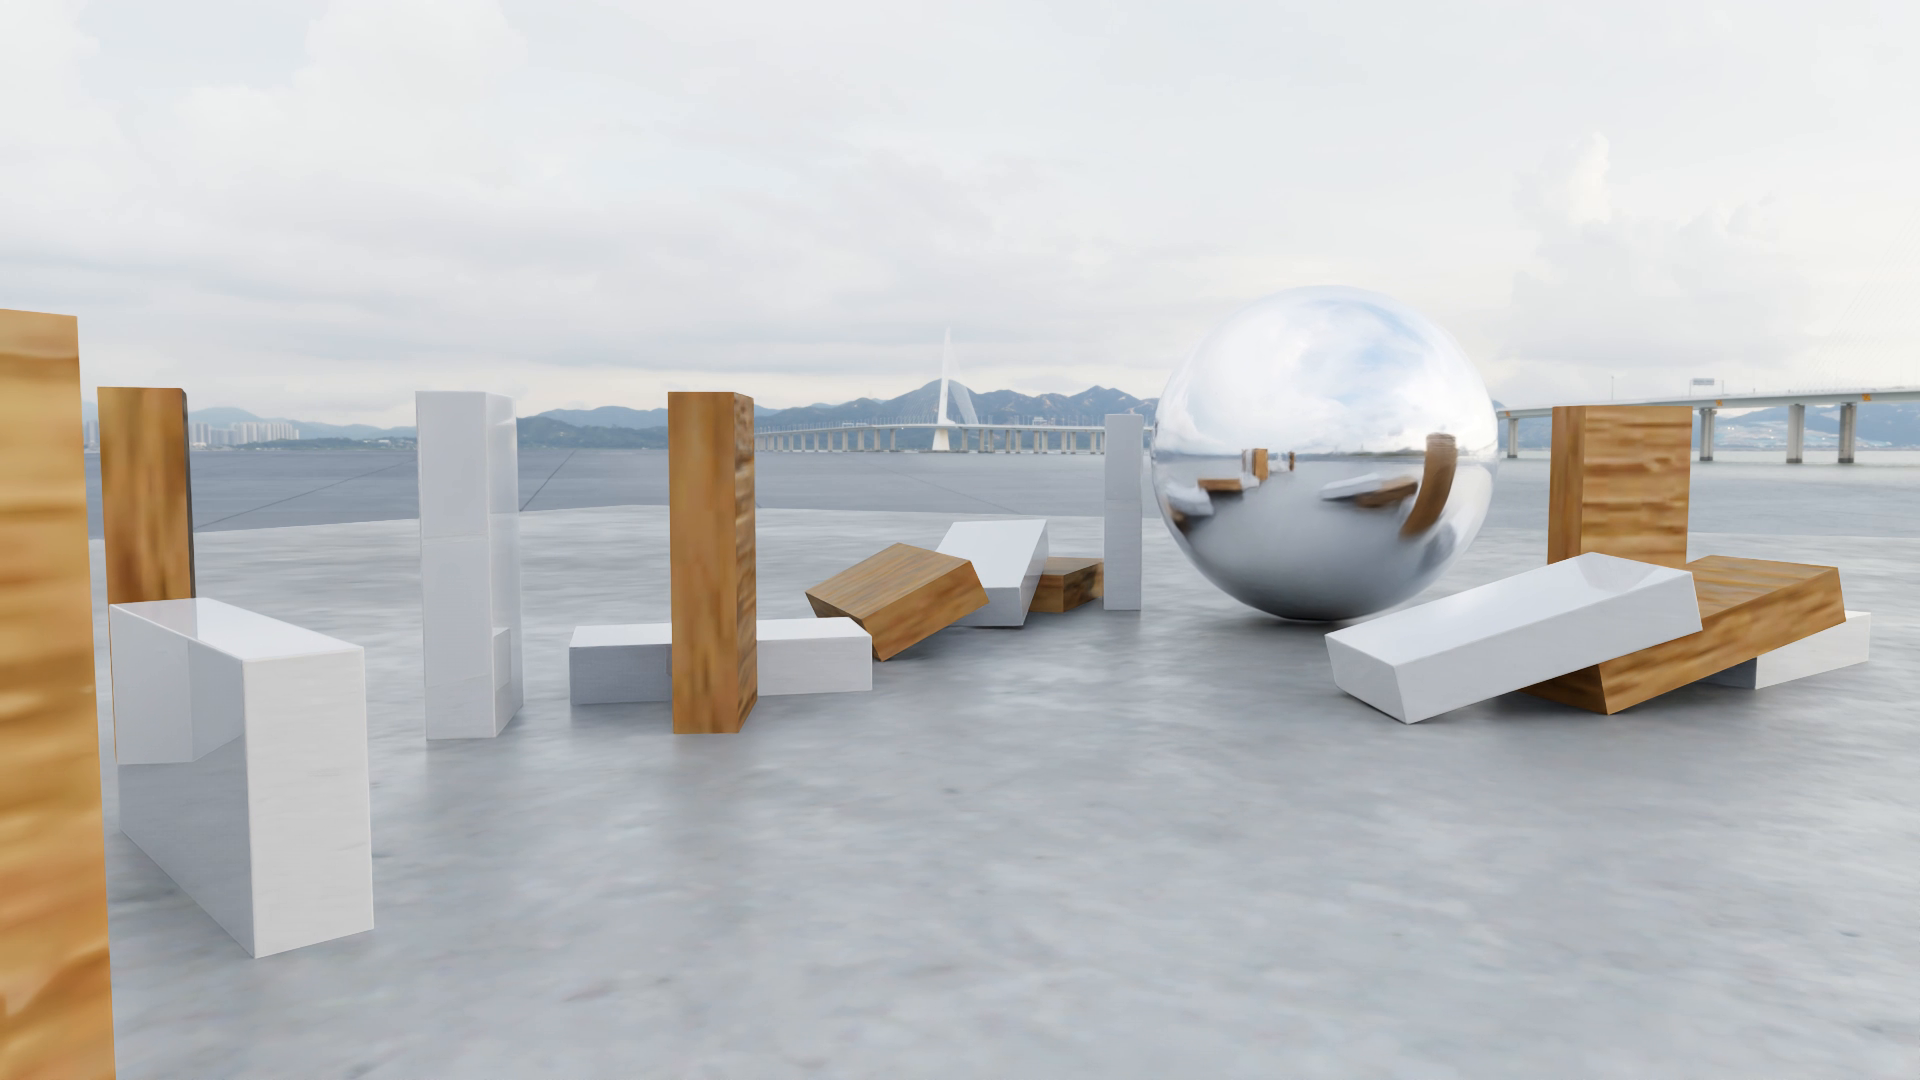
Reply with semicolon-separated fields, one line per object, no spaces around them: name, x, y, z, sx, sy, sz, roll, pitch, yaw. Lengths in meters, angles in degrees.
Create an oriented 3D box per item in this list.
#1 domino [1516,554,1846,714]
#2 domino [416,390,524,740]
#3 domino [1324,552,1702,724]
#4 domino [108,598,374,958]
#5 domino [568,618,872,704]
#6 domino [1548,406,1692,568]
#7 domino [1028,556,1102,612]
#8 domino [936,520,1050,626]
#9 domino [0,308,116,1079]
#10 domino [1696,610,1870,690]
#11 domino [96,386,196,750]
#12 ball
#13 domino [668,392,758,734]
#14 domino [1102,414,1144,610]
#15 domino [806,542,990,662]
domino;0.120;0.015;0.219;0.050;0.010;0.025;-17;9;-15
domino;-0.074;0.003;0.195;0.009;0.050;0.025;-1;4;-10
domino;0.089;0.015;0.209;0.050;0.009;0.025;-16;9;-6
domino;-0.072;0.021;0.126;0.009;0.025;0.050;-4;6;-44
domino;-0.042;0.021;0.227;0.050;0.010;0.025;-1;4;-14
domino;0.133;-0.002;0.260;0.025;0.050;0.009;-1;4;-14
domino;0.023;0.012;0.351;0.025;0.010;0.050;2;5;21
domino;0.006;0.007;0.318;0.025;0.009;0.050;-2;18;12
domino;-0.060;0.013;0.067;0.010;0.050;0.025;1;5;18
domino;0.151;0.019;0.247;0.050;0.010;0.025;-3;5;-36
domino;-0.115;0.004;0.183;0.009;0.050;0.025;-2;5;-29
ball;0.086;-0.021;0.307;0.080;0.080;0.080;0;4;0
domino;-0.038;0.003;0.199;0.010;0.050;0.025;0;4;-3
domino;0.043;-0.008;0.338;0.009;0.050;0.025;0;4;6
domino;-0.015;0.012;0.276;0.025;0.010;0.050;-28;13;-16
